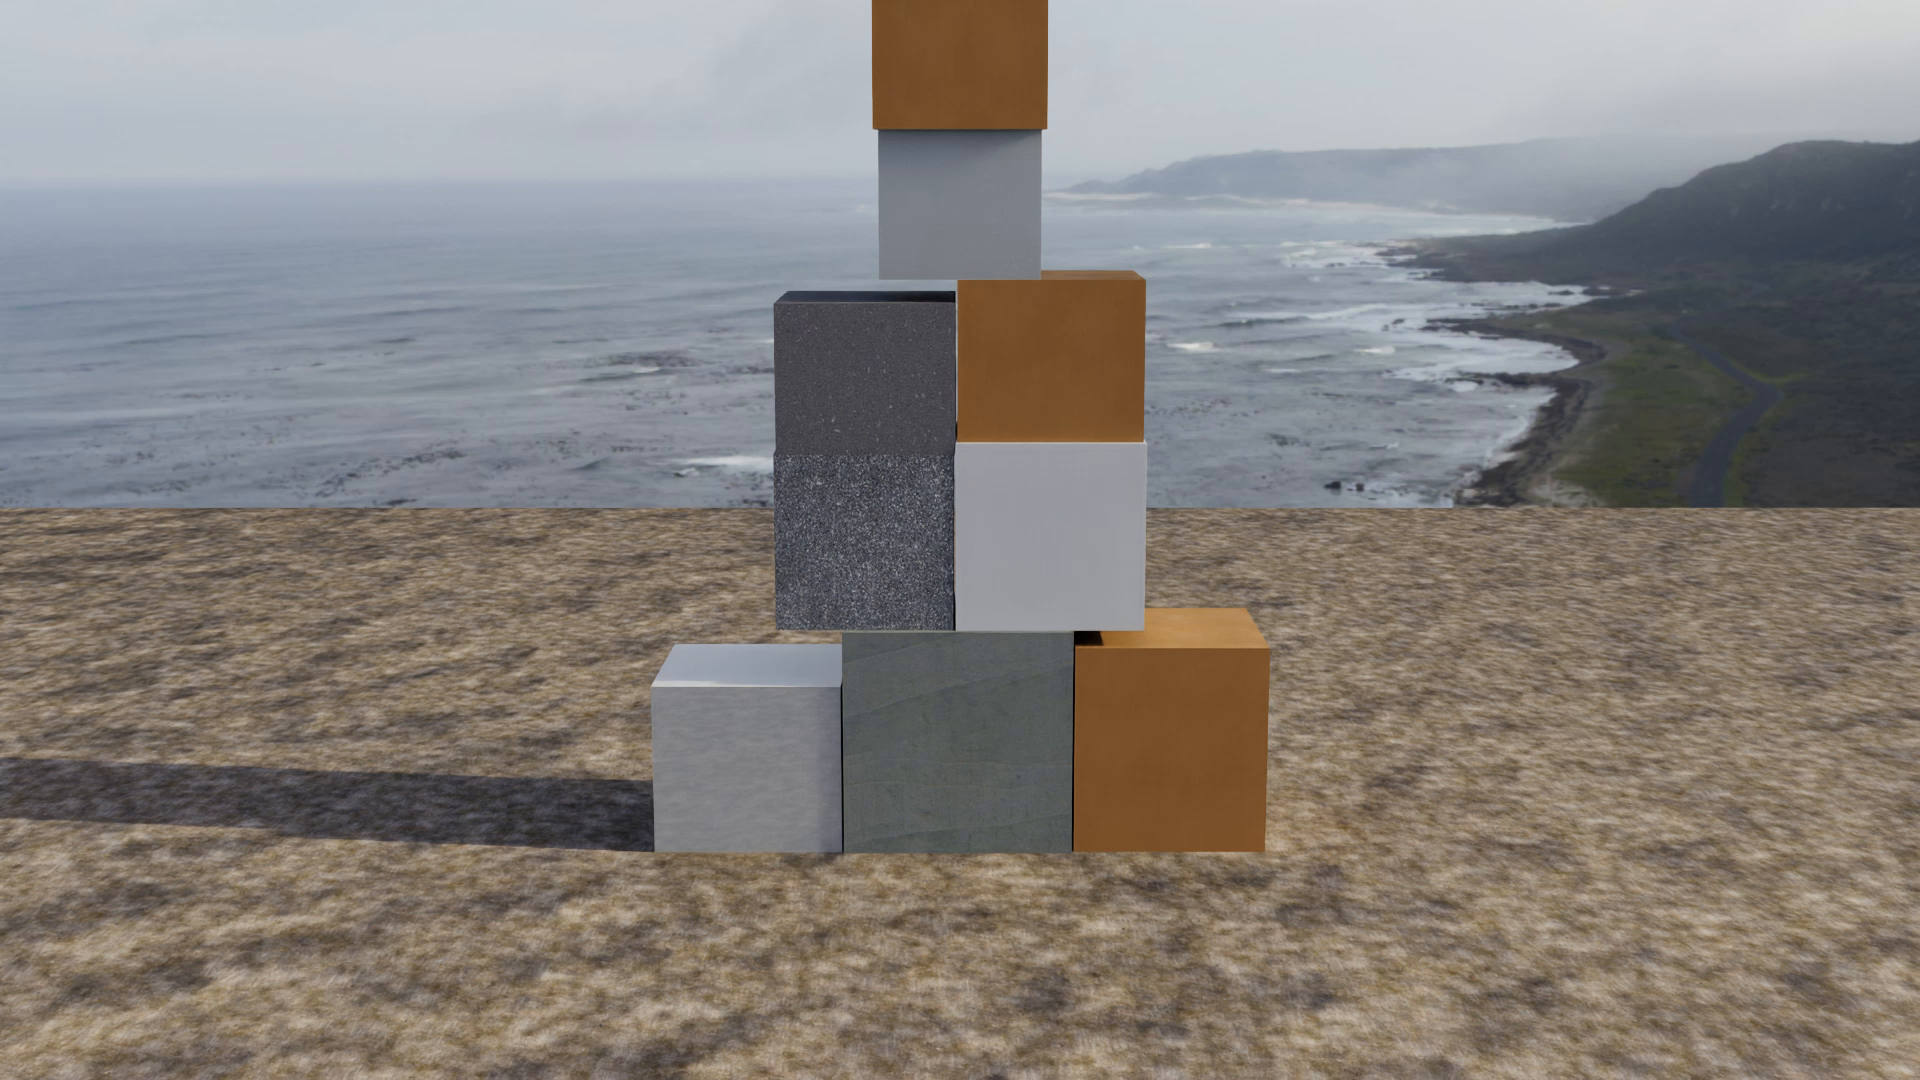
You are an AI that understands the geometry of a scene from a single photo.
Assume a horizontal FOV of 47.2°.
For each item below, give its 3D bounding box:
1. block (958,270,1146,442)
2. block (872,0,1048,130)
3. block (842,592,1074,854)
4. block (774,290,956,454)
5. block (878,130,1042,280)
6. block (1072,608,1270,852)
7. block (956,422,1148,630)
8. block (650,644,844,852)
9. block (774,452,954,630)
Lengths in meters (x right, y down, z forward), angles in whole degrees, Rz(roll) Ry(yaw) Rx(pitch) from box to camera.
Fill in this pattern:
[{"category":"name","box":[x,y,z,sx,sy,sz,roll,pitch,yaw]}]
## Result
[{"category":"block","box":[0.440,-0.934,11.028,0.906,0.786,0.809,0,10,0]},{"category":"block","box":[0.000,-2.460,10.736,0.827,0.896,0.863,0,10,0]},{"category":"block","box":[-0.011,0.922,11.344,1.135,1.128,0.972,0,10,0]},{"category":"block","box":[-0.458,-0.854,11.043,0.871,0.731,0.908,0,10,0]},{"category":"block","box":[0.000,-1.665,10.858,0.779,0.713,0.692,0,10,0]},{"category":"block","box":[1.045,0.961,11.362,0.957,1.043,0.940,0,10,0]},{"category":"block","box":[0.442,-0.086,11.144,0.928,0.926,0.846,0,10,0]},{"category":"block","box":[-1.056,1.058,11.368,0.936,0.851,0.936,0,10,0]},{"category":"block","box":[-0.469,-0.060,11.153,0.874,0.872,0.837,0,10,0]}]
